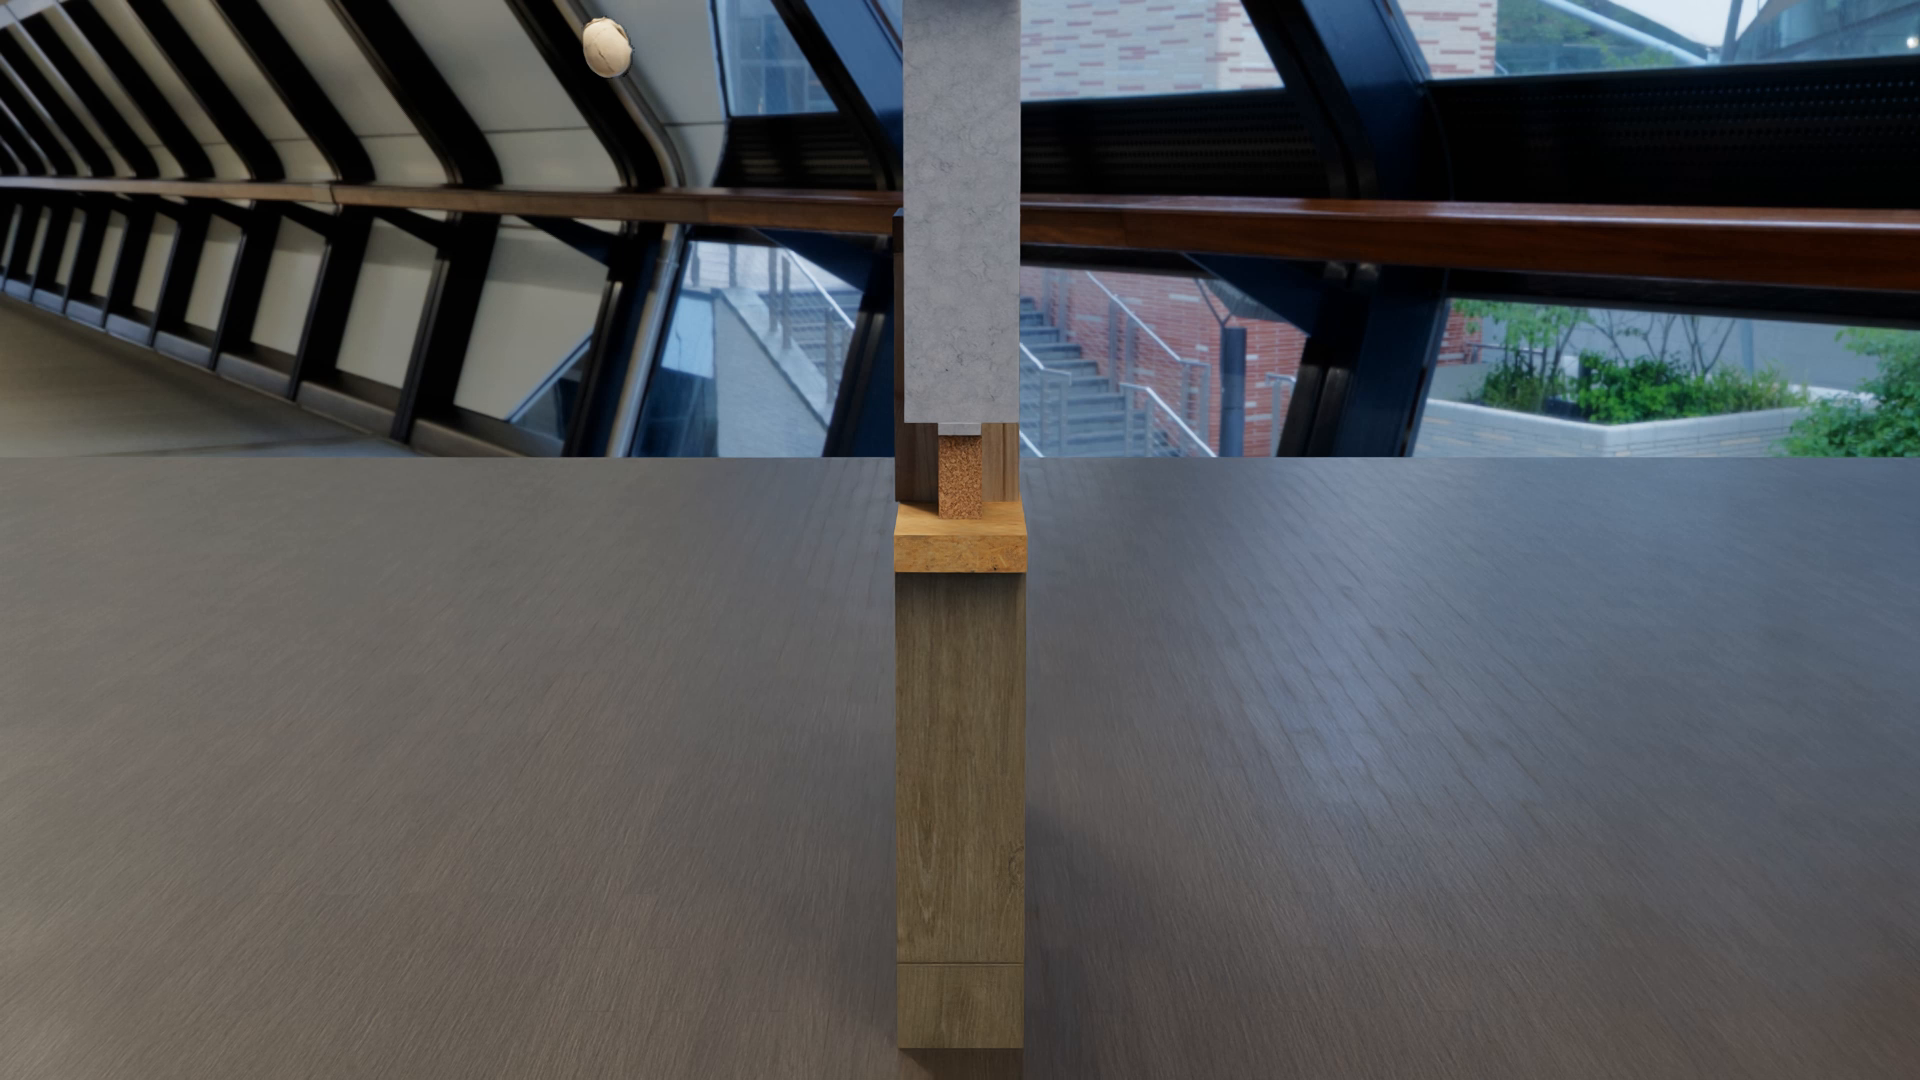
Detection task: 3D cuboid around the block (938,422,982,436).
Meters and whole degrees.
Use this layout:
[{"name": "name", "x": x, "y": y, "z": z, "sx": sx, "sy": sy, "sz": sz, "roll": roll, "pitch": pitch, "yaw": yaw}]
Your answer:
[{"name": "block", "x": 0.000, "y": -0.160, "z": 3.027, "sx": 0.058, "sy": 0.017, "sz": 0.117, "roll": 0, "pitch": 11, "yaw": 0}]

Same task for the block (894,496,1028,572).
[{"name": "block", "x": 0.001, "y": -0.014, "z": 3.061, "sx": 0.175, "sy": 0.050, "sz": 0.350, "roll": 0, "pitch": 11, "yaw": 0}]

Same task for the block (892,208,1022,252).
[{"name": "block", "x": -0.005, "y": -0.455, "z": 3.218, "sx": 0.178, "sy": 0.050, "sz": 0.355, "roll": 0, "pitch": 11, "yaw": 0}]

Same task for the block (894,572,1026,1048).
[{"name": "block", "x": 0.001, "y": 0.366, "z": 3.013, "sx": 0.175, "sy": 0.680, "sz": 0.050, "roll": 0, "pitch": 11, "yaw": 0}]

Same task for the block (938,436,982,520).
[{"name": "block", "x": 0.001, "y": -0.088, "z": 3.001, "sx": 0.058, "sy": 0.117, "sz": 0.017, "roll": 0, "pitch": 11, "yaw": 0}]

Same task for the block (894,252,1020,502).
[{"name": "block", "x": -0.004, "y": -0.234, "z": 3.139, "sx": 0.178, "sy": 0.356, "sz": 0.050, "roll": 0, "pitch": 11, "yaw": 0}]

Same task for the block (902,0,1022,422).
[{"name": "block", "x": 0.002, "y": -0.448, "z": 2.940, "sx": 0.155, "sy": 0.582, "sz": 0.044, "roll": 0, "pitch": 11, "yaw": 0}]
